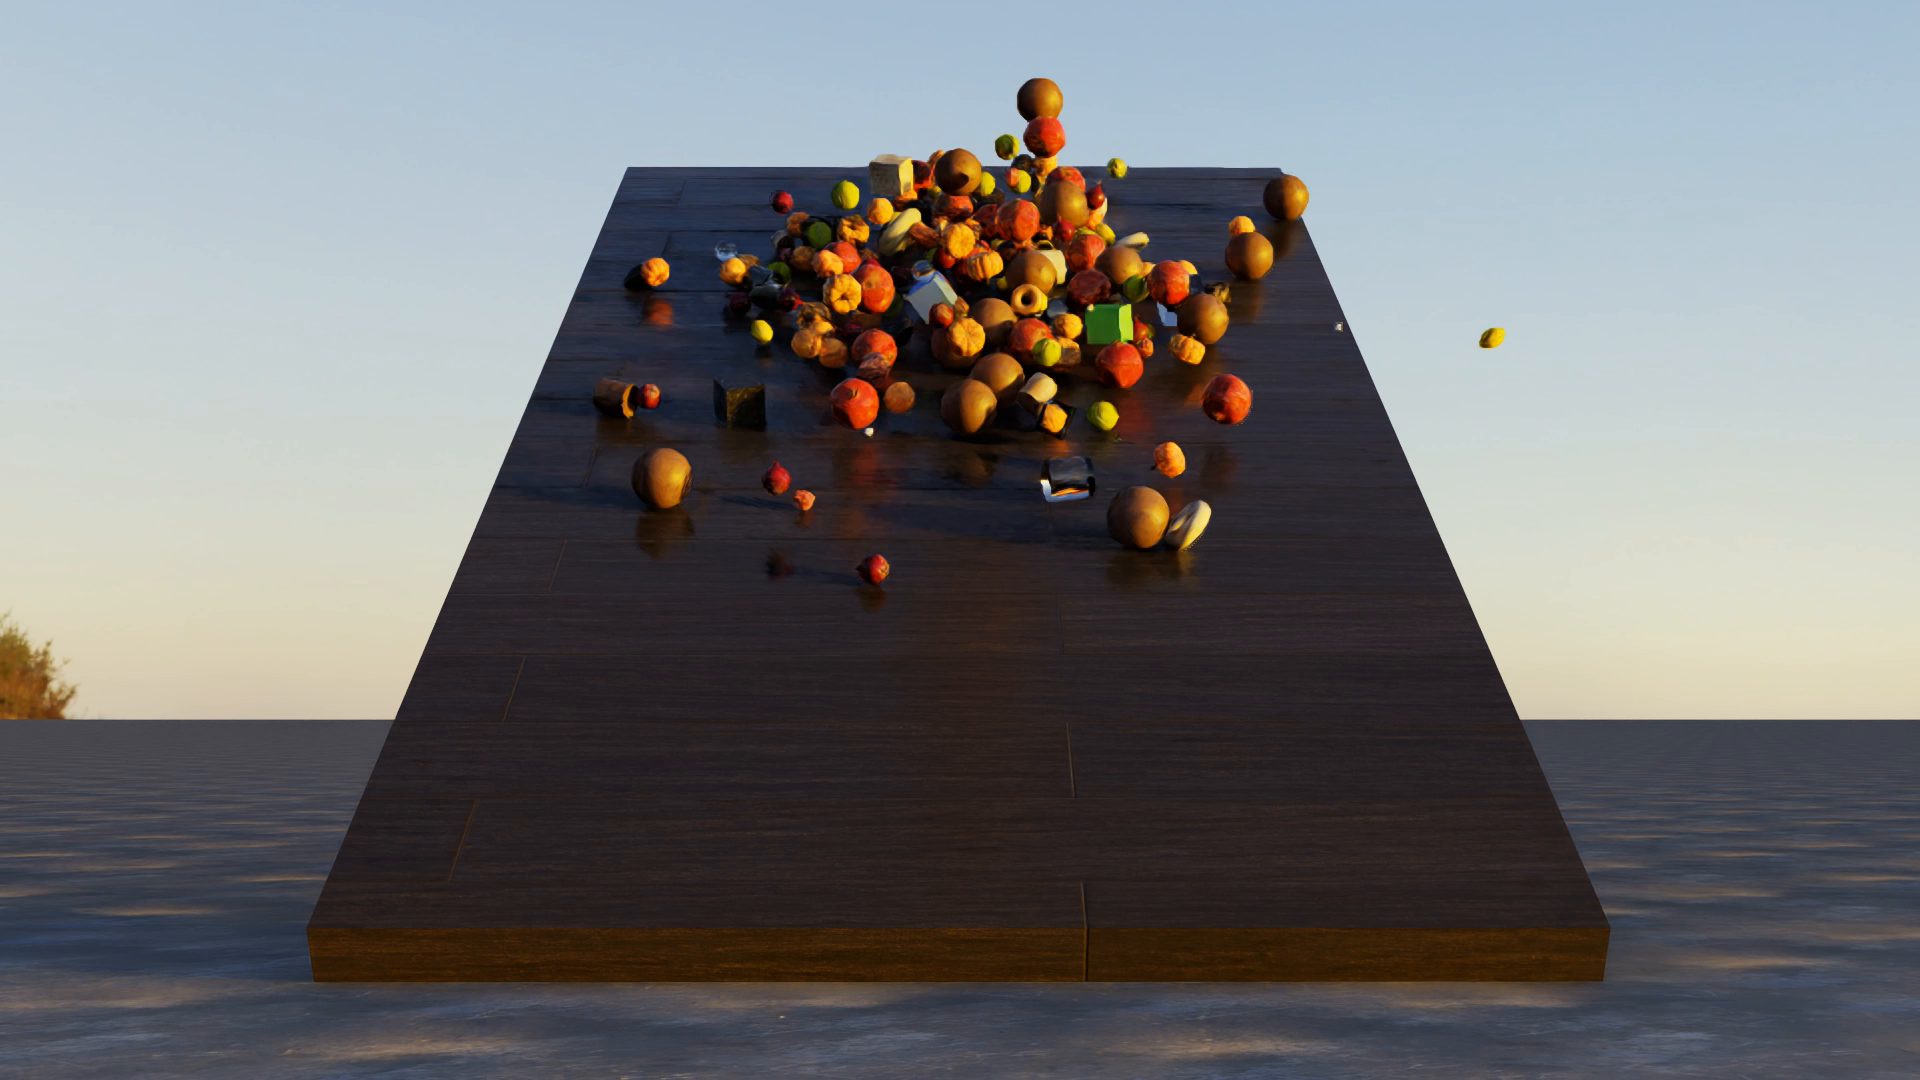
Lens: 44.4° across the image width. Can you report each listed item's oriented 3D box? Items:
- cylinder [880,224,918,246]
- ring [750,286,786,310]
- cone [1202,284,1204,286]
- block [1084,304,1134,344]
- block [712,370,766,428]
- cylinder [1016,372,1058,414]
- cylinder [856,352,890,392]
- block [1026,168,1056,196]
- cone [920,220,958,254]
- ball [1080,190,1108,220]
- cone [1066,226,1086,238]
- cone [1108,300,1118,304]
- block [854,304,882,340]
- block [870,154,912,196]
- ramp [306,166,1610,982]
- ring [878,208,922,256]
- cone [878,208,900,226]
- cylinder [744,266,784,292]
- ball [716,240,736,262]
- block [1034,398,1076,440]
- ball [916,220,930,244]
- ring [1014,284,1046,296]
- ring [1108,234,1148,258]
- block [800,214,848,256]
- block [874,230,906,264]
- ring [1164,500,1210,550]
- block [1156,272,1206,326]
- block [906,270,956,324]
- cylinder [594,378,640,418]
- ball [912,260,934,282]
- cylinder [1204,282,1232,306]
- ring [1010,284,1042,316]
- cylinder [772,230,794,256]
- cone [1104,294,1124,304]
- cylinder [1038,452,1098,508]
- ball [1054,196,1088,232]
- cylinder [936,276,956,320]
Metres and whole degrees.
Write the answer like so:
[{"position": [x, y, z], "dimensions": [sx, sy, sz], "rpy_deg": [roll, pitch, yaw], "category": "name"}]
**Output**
[{"position": [-0.167, -0.838, 6.461], "dimensions": [0.077, 0.077, 0.077], "rpy_deg": [-26, 2, -13], "category": "cylinder"}, {"position": [-0.491, -0.621, 6.033], "dimensions": [0.097, 0.032, 0.097], "rpy_deg": [8, -21, 3], "category": "ring"}, {"position": [0.612, -0.653, 6.169], "dimensions": [0.054, 0.054, 0.054], "rpy_deg": [-29, -5, 1], "category": "cone"}, {"position": [0.363, -0.525, 5.722], "dimensions": [0.087, 0.087, 0.087], "rpy_deg": [1, 12, 24], "category": "block"}, {"position": [-0.506, -0.322, 5.398], "dimensions": [0.093, 0.093, 0.093], "rpy_deg": [-11, 28, -22], "category": "block"}, {"position": [0.177, -0.337, 5.397], "dimensions": [0.069, 0.069, 0.069], "rpy_deg": [30, -27, 18], "category": "cylinder"}, {"position": [-0.204, -0.398, 5.571], "dimensions": [0.070, 0.070, 0.070], "rpy_deg": [-1, 34, 12], "category": "cylinder"}, {"position": [0.239, -1.056, 6.944], "dimensions": [0.053, 0.053, 0.053], "rpy_deg": [-19, -15, -34], "category": "block"}, {"position": [-0.069, -0.821, 6.486], "dimensions": [0.096, 0.096, 0.096], "rpy_deg": [-17, -11, 25], "category": "cone"}, {"position": [0.380, -0.957, 6.727], "dimensions": [0.085, 0.085, 0.085], "rpy_deg": [0, -4, 0], "category": "ball"}, {"position": [0.316, -0.869, 6.607], "dimensions": [0.052, 0.052, 0.052], "rpy_deg": [4, -5, -43], "category": "cone"}, {"position": [0.353, -0.564, 5.939], "dimensions": [0.080, 0.080, 0.080], "rpy_deg": [-2, -5, 24], "category": "cone"}, {"position": [-0.230, -0.545, 5.889], "dimensions": [0.068, 0.068, 0.068], "rpy_deg": [1, 26, 0], "category": "block"}, {"position": [-0.196, -1.035, 6.681], "dimensions": [0.093, 0.093, 0.093], "rpy_deg": [8, 26, 19], "category": "block"}, {"position": [-0.010, -0.229, 5.430], "dimensions": [2.000, 0.100, 4.000], "rpy_deg": [0, 26, 0], "category": "ramp"}, {"position": [-0.156, -0.798, 6.098], "dimensions": [0.049, 0.146, 0.146], "rpy_deg": [40, -3, 3], "category": "ring"}, {"position": [-0.196, -0.868, 6.540], "dimensions": [0.090, 0.090, 0.090], "rpy_deg": [14, 5, -1], "category": "cone"}, {"position": [-0.512, -0.670, 6.136], "dimensions": [0.076, 0.076, 0.076], "rpy_deg": [24, 12, 39], "category": "cylinder"}, {"position": [-0.636, -0.785, 6.395], "dimensions": [0.059, 0.059, 0.059], "rpy_deg": [0, -4, 0], "category": "ball"}, {"position": [0.214, -0.270, 5.242], "dimensions": [0.063, 0.063, 0.063], "rpy_deg": [23, 18, 9], "category": "block"}, {"position": [-0.116, -0.853, 6.531], "dimensions": [0.066, 0.066, 0.066], "rpy_deg": [0, -4, 0], "category": "ball"}, {"position": [0.182, -0.646, 6.146], "dimensions": [0.089, 0.030, 0.089], "rpy_deg": [-1, 27, 1], "category": "ring"}, {"position": [0.459, -0.802, 6.414], "dimensions": [0.115, 0.038, 0.115], "rpy_deg": [-23, -3, -1], "category": "ring"}, {"position": [-0.372, -0.831, 6.415], "dimensions": [0.092, 0.092, 0.092], "rpy_deg": [1, 20, 19], "category": "block"}, {"position": [-0.184, -0.783, 6.235], "dimensions": [0.058, 0.058, 0.058], "rpy_deg": [-25, -40, 29], "category": "block"}, {"position": [0.463, -0.030, 4.786], "dimensions": [0.039, 0.118, 0.118], "rpy_deg": [40, -15, -13], "category": "ring"}, {"position": [0.560, -0.608, 5.957], "dimensions": [0.095, 0.095, 0.095], "rpy_deg": [1, -47, -11], "category": "block"}, {"position": [-0.068, -0.596, 5.765], "dimensions": [0.082, 0.082, 0.082], "rpy_deg": [-32, 16, 18], "category": "block"}, {"position": [-0.791, -0.327, 5.420], "dimensions": [0.076, 0.076, 0.076], "rpy_deg": [13, 1, 21], "category": "cylinder"}, {"position": [-0.088, -0.644, 5.630], "dimensions": [0.055, 0.055, 0.055], "rpy_deg": [0, -4, 0], "category": "ball"}, {"position": [0.668, -0.639, 6.098], "dimensions": [0.054, 0.054, 0.054], "rpy_deg": [-11, -1, -16], "category": "cylinder"}, {"position": [0.164, -0.590, 5.788], "dimensions": [0.081, 0.081, 0.027], "rpy_deg": [-1, -9, 12], "category": "ring"}, {"position": [-0.485, -0.816, 6.464], "dimensions": [0.055, 0.055, 0.055], "rpy_deg": [1, 33, -13], "category": "cylinder"}, {"position": [0.407, -0.575, 5.995], "dimensions": [0.076, 0.076, 0.076], "rpy_deg": [45, 14, 20], "category": "cone"}, {"position": [0.229, -0.129, 4.996], "dimensions": [0.093, 0.093, 0.093], "rpy_deg": [-24, 5, -22], "category": "cylinder"}, {"position": [0.303, -0.890, 6.414], "dimensions": [0.096, 0.096, 0.096], "rpy_deg": [0, -4, 0], "category": "ball"}, {"position": [-0.061, -0.626, 6.031], "dimensions": [0.093, 0.093, 0.093], "rpy_deg": [1, 25, -12], "category": "cylinder"}]
